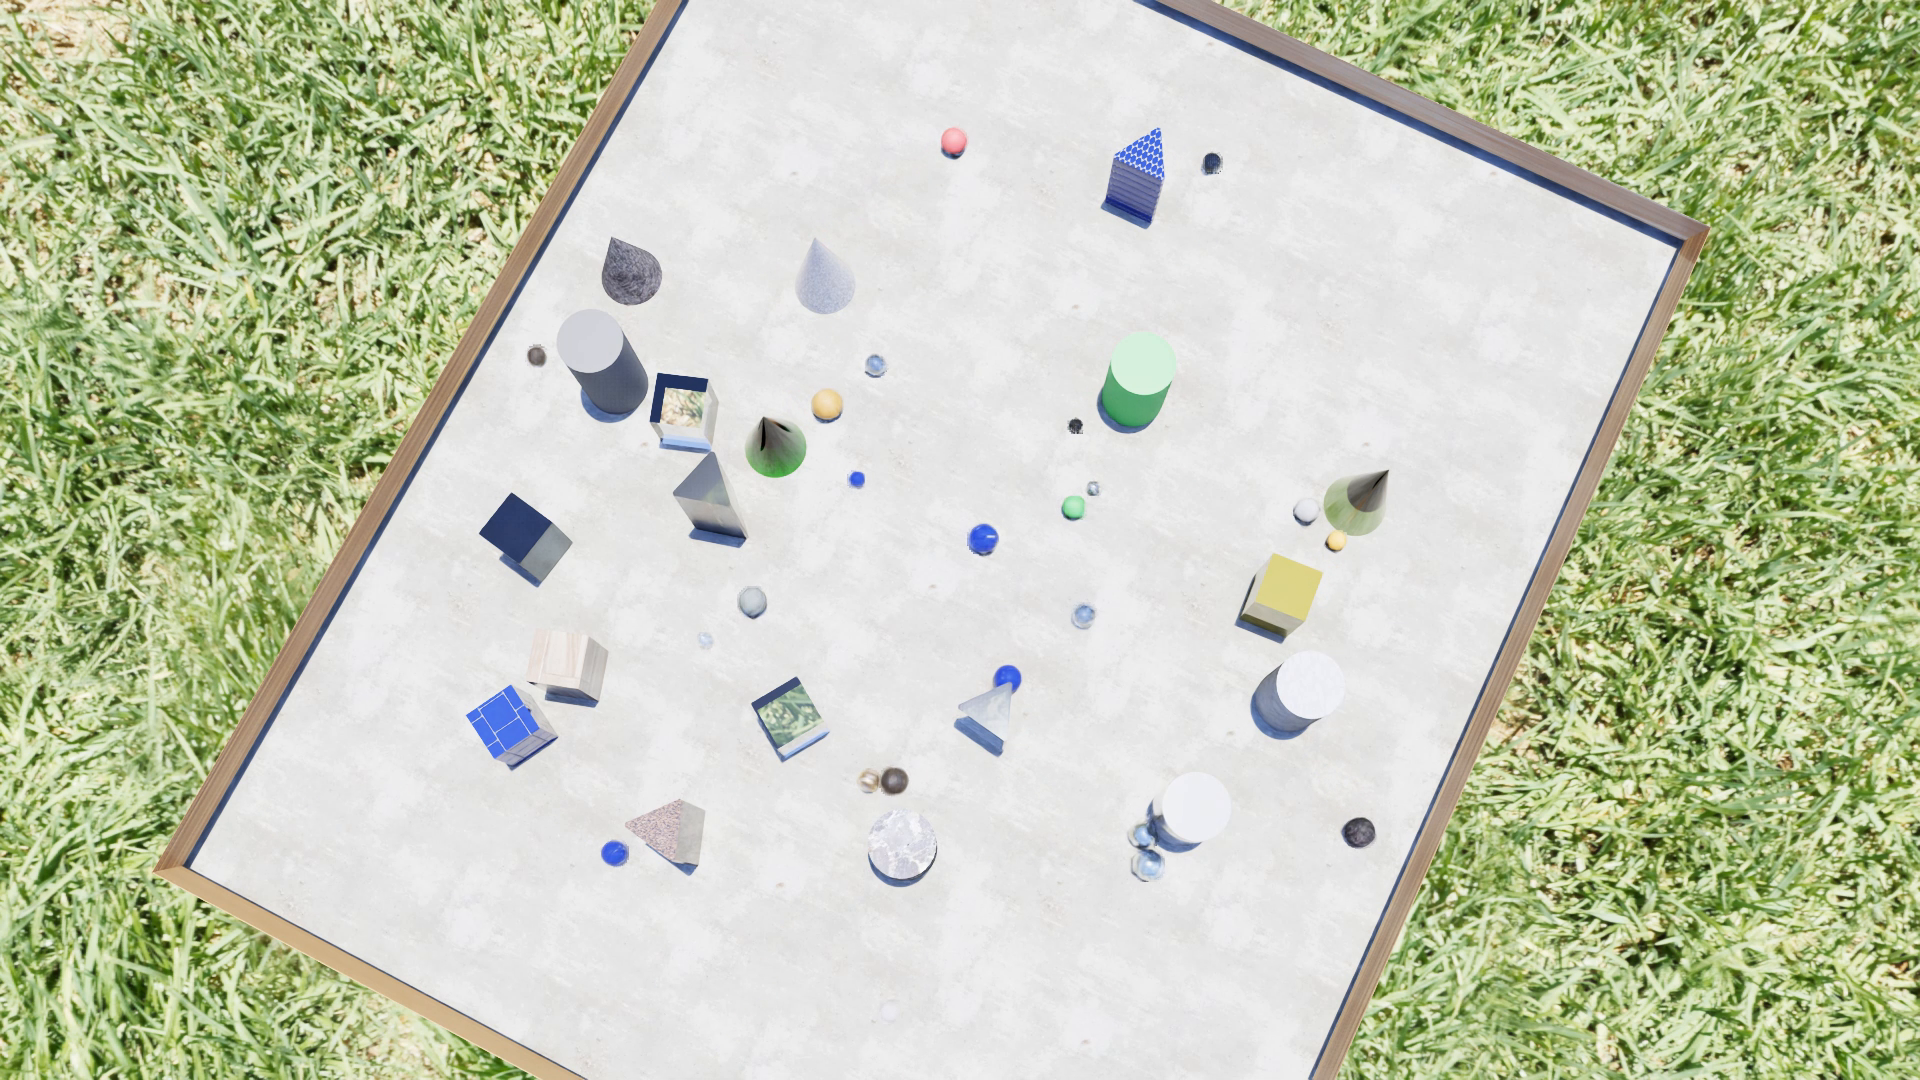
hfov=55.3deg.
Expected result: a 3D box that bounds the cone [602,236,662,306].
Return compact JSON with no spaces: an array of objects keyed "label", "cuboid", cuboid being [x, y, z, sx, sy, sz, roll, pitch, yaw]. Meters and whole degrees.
[{"label":"cone","cuboid":[-1.037,-0.868,5.617,0.193,0.350,0.193,0,78,0]}]

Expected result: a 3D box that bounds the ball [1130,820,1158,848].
[{"label":"ball","cuboid":[0.539,0.866,5.395,0.083,0.083,0.083,0,78,0]}]

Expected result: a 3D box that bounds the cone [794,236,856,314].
[{"label":"cone","cuboid":[-0.426,-0.846,5.577,0.193,0.420,0.193,0,78,0]}]

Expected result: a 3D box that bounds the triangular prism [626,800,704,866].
[{"label":"triangular prism","cuboid":[-0.802,0.811,5.211,0.167,0.466,0.144,35,80,7]}]

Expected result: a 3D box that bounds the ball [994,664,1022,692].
[{"label":"ball","cuboid":[0.142,0.415,5.487,0.086,0.086,0.086,0,78,0]}]

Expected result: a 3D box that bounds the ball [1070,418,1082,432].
[{"label":"ball","cuboid":[0.359,-0.356,5.669,0.042,0.042,0.042,0,78,0]}]

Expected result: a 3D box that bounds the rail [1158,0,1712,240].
[{"label":"rail","cuboid":[0.851,-1.660,5.895,3.294,0.125,0.045,26,80,5]}]

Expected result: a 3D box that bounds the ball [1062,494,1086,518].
[{"label":"ball","cuboid":[0.349,-0.103,5.601,0.072,0.072,0.072,0,78,0]}]

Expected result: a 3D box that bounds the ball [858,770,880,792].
[{"label":"ball","cuboid":[-0.271,0.716,5.435,0.066,0.066,0.066,0,78,0]}]

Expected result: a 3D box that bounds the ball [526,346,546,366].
[{"label":"ball","cuboid":[-1.318,-0.573,5.705,0.059,0.059,0.059,0,78,0]}]

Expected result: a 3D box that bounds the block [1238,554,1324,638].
[{"label":"block","cuboid":[0.946,0.167,5.421,0.154,0.315,0.154,22,79,4]}]

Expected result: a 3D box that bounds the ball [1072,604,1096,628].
[{"label":"ball","cuboid":[0.374,0.228,5.532,0.074,0.074,0.074,0,78,0]}]

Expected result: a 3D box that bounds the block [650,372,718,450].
[{"label":"block","cuboid":[-0.836,-0.390,5.569,0.154,0.251,0.154,7,78,1]}]

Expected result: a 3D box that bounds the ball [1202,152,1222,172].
[{"label":"ball","cuboid":[0.802,-1.202,5.834,0.062,0.062,0.062,0,78,0]}]

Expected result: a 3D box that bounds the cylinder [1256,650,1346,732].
[{"label":"cylinder","cuboid":[0.985,0.444,5.332,0.193,0.377,0.193,0,78,0]}]

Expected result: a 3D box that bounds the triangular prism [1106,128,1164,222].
[{"label":"triangular prism","cuboid":[0.568,-1.143,5.676,0.167,0.348,0.144,26,80,5]}]

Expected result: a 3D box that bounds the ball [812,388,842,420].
[{"label":"ball","cuboid":[-0.411,-0.420,5.654,0.096,0.096,0.096,0,78,0]}]

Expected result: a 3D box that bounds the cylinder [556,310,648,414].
[{"label":"cylinder","cuboid":[-1.067,-0.529,5.499,0.193,0.444,0.193,0,78,0]}]

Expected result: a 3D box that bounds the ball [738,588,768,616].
[{"label":"ball","cuboid":[-0.625,0.186,5.534,0.086,0.086,0.086,0,78,0]}]

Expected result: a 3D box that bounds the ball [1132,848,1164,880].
[{"label":"ball","cuboid":[0.551,0.951,5.373,0.092,0.092,0.092,0,78,0]}]

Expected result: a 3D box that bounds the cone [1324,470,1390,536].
[{"label":"cone","cuboid":[1.214,-0.153,5.411,0.193,0.465,0.193,0,78,0]}]

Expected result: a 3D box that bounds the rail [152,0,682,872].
[{"label":"rail","cuboid":[-1.452,-0.704,5.697,0.045,0.125,3.853,26,80,5]}]

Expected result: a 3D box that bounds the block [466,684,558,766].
[{"label":"block","cuboid":[-1.310,0.546,5.373,0.154,0.255,0.154,-35,80,-7]}]

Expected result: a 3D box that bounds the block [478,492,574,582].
[{"label":"block","cuboid":[-1.292,-0.005,5.467,0.154,0.295,0.154,35,81,7]}]

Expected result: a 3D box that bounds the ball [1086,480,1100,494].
[{"label":"ball","cuboid":[0.410,-0.161,5.628,0.043,0.043,0.043,0,78,0]}]

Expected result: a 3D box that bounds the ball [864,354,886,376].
[{"label":"ball","cuboid":[-0.263,-0.546,5.695,0.067,0.067,0.067,0,78,0]}]

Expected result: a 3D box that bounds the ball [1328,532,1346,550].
[{"label":"ball","cuboid":[1.149,0.003,5.586,0.059,0.059,0.059,0,78,0]}]

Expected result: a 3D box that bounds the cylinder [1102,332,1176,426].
[{"label":"cylinder","cuboid":[0.538,-0.481,5.535,0.193,0.355,0.193,0,78,0]}]

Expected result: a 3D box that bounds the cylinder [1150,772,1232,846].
[{"label":"cylinder","cuboid":[0.662,0.778,5.284,0.193,0.335,0.193,0,78,0]}]

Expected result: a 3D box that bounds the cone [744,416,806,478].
[{"label":"cone","cuboid":[-0.571,-0.323,5.497,0.193,0.366,0.193,0,78,0]}]

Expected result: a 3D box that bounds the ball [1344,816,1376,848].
[{"label":"ball","cuboid":[1.178,0.859,5.393,0.089,0.089,0.089,0,78,0]}]

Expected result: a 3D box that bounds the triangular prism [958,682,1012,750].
[{"label":"triangular prism","cuboid":[0.104,0.494,5.353,0.167,0.317,0.144,35,80,7]}]

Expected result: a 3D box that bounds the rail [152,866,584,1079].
[{"label":"rail","cuboid":[-0.851,1.673,5.205,3.294,0.125,0.045,26,80,5]}]

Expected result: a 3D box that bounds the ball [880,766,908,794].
[{"label":"ball","cuboid":[-0.193,0.713,5.427,0.083,0.083,0.083,0,78,0]}]

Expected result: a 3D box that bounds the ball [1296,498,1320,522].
[{"label":"ball","cuboid":[1.062,-0.092,5.597,0.076,0.076,0.076,0,78,0]}]

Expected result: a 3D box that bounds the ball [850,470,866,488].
[{"label":"ball","cuboid":[-0.315,-0.187,5.629,0.051,0.051,0.051,0,78,0]}]

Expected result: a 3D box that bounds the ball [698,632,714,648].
[{"label":"ball","cuboid":[-0.767,0.304,5.529,0.048,0.048,0.048,0,78,0]}]

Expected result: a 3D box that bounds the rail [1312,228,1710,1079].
[{"label":"rail","cuboid":[1.452,0.717,5.403,0.045,0.125,3.853,26,80,5]}]

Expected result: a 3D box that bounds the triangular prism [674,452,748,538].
[{"label":"triangular prism","cuboid":[-0.717,-0.137,5.413,0.167,0.455,0.144,11,79,2]}]

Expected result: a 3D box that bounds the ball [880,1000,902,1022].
[{"label":"ball","cuboid":[-0.201,1.363,5.301,0.065,0.065,0.065,0,78,0]}]

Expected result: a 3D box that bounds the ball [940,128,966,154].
[{"label":"ball","cuboid":[-0.021,-1.271,5.837,0.082,0.082,0.082,0,78,0]}]

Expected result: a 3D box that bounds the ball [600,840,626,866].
[{"label":"ball","cuboid":[-1.018,0.920,5.387,0.076,0.076,0.076,0,78,0]}]

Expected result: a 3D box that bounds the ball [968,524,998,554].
[{"label":"ball","cuboid":[0.073,-0.006,5.571,0.091,0.091,0.091,0,78,0]}]

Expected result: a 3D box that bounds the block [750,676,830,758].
[{"label":"block","cuboid":[-0.494,0.521,5.371,0.154,0.271,0.154,-30,80,-6]}]

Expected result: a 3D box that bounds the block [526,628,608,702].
[{"label":"block","cuboid":[-1.150,0.369,5.382,0.154,0.310,0.154,8,78,2]}]

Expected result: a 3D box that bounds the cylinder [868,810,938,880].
[{"label":"cylinder","cuboid":[-0.163,0.881,5.281,0.193,0.301,0.193,0,78,0]}]
